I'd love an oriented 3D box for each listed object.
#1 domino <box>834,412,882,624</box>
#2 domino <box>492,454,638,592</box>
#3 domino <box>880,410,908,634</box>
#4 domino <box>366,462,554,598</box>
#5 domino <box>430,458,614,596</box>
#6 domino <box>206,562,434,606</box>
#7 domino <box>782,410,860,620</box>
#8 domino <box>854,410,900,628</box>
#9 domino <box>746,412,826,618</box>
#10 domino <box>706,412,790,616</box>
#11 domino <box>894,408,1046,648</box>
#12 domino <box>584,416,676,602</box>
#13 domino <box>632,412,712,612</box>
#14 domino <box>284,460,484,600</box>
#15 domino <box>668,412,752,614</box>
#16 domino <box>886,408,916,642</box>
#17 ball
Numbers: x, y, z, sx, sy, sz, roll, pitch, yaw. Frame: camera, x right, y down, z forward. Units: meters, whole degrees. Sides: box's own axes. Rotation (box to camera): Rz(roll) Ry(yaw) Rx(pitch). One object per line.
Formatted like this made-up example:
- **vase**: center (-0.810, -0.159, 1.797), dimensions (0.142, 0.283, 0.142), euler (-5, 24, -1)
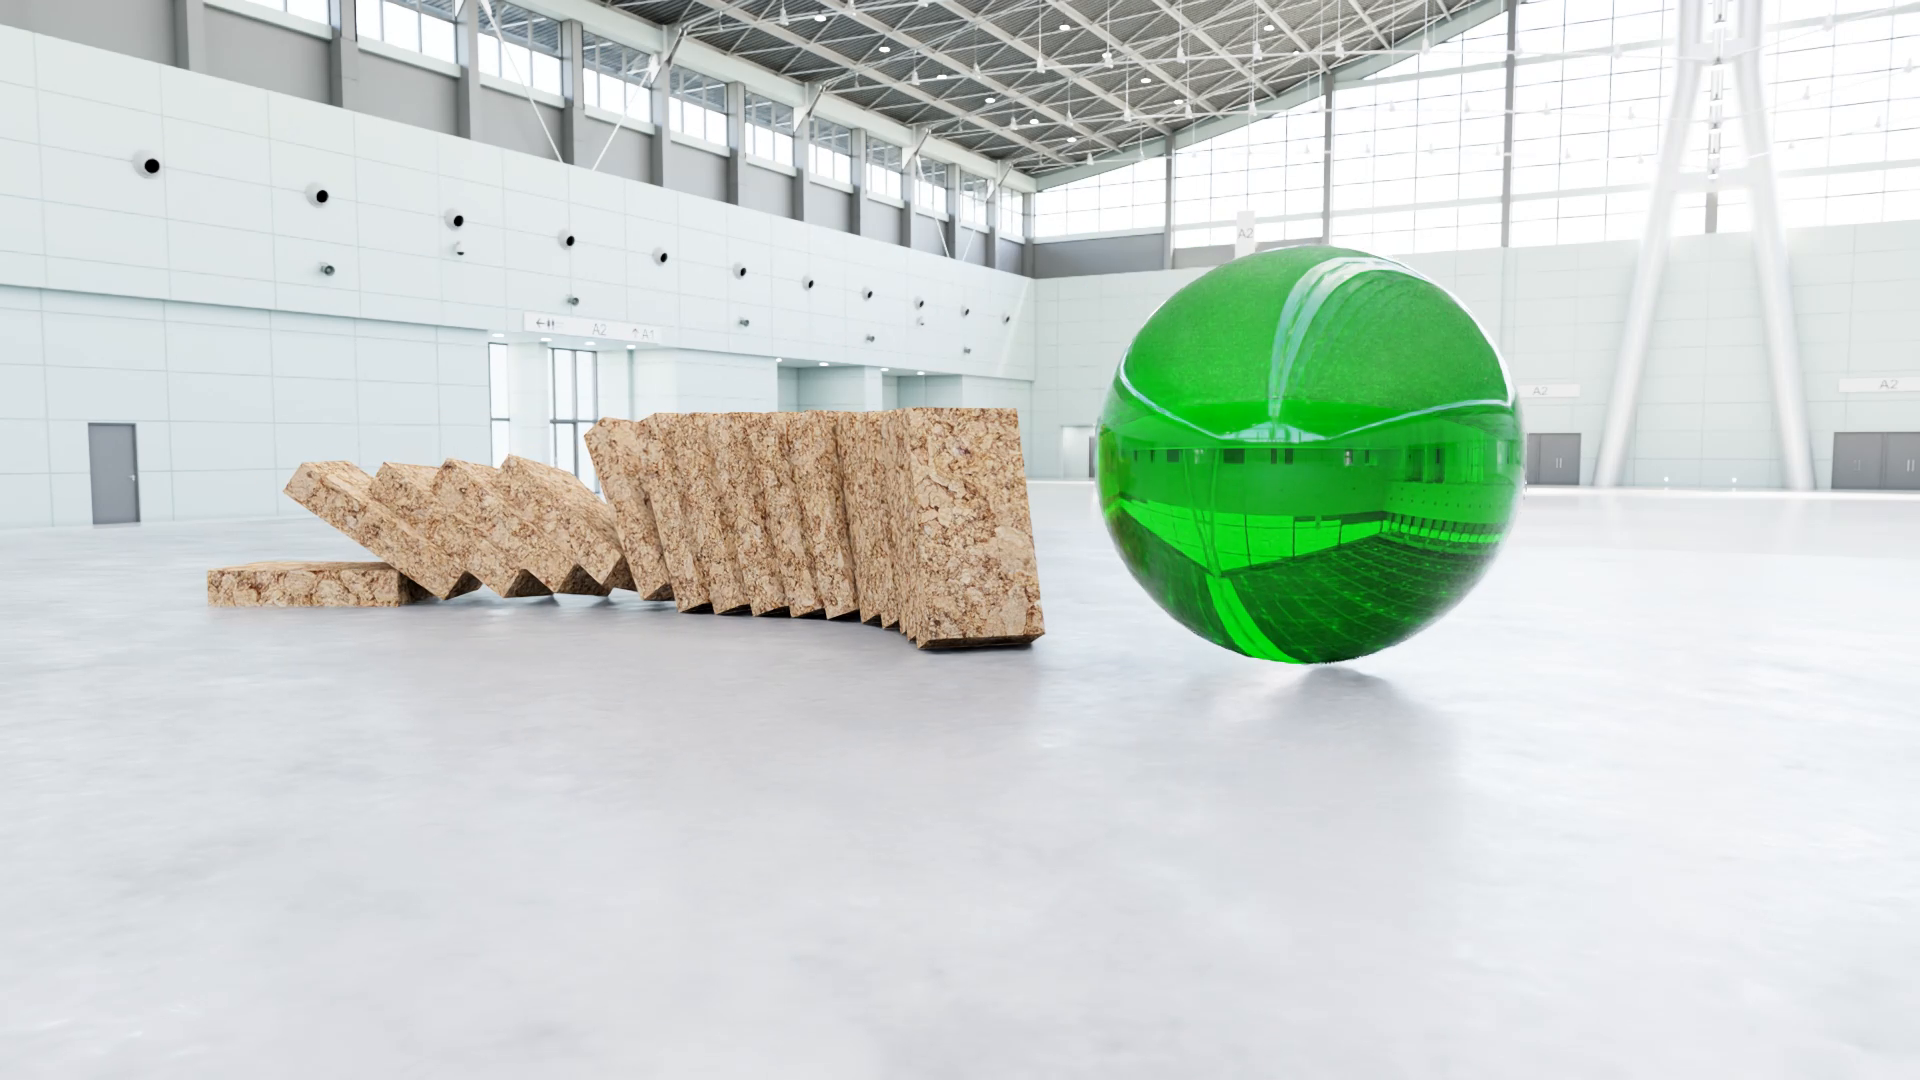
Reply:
- **domino**: center (-0.014, -0.006, 0.311), dimensions (0.025, 0.050, 0.010), euler (-2, -15, -26)
- **domino**: center (-0.103, -0.004, 0.352), dimensions (0.050, 0.009, 0.025), euler (37, 7, 25)
- **domino**: center (-0.003, -0.004, 0.292), dimensions (0.025, 0.050, 0.010), euler (-1, -16, -18)
- **domino**: center (-0.134, -0.003, 0.352), dimensions (0.050, 0.009, 0.025), euler (36, 7, 10)
- **domino**: center (-0.118, -0.003, 0.352), dimensions (0.050, 0.009, 0.025), euler (36, 6, 16)
- **domino**: center (-0.172, 0.012, 0.348), dimensions (0.050, 0.010, 0.025), euler (0, 4, 1)
- **domino**: center (-0.026, -0.007, 0.319), dimensions (0.010, 0.050, 0.025), euler (-20, -10, 38)
- **domino**: center (-0.008, -0.005, 0.303), dimensions (0.025, 0.050, 0.010), euler (-2, -15, -26)
- **domino**: center (-0.036, -0.007, 0.324), dimensions (0.010, 0.050, 0.025), euler (-20, -9, 38)
- **domino**: center (-0.047, -0.007, 0.327), dimensions (0.010, 0.050, 0.025), euler (-20, -8, 35)
- **domino**: center (0.002, -0.003, 0.273), dimensions (0.025, 0.050, 0.010), euler (-1, -16, -18)
- **domino**: center (-0.080, -0.008, 0.343), dimensions (0.010, 0.050, 0.025), euler (-34, -20, 28)
- **domino**: center (-0.067, -0.008, 0.334), dimensions (0.010, 0.050, 0.025), euler (-20, -8, 35)
- **domino**: center (-0.153, -0.003, 0.347), dimensions (0.050, 0.010, 0.025), euler (35, 4, -3)
- **domino**: center (-0.057, -0.007, 0.330), dimensions (0.010, 0.050, 0.025), euler (-20, -8, 35)
- **domino**: center (-0.001, -0.004, 0.282), dimensions (0.025, 0.050, 0.010), euler (-1, -16, -18)
- **ball**: center (0.066, -0.016, 0.248), dimensions (0.080, 0.080, 0.080), euler (0, 4, 0)
